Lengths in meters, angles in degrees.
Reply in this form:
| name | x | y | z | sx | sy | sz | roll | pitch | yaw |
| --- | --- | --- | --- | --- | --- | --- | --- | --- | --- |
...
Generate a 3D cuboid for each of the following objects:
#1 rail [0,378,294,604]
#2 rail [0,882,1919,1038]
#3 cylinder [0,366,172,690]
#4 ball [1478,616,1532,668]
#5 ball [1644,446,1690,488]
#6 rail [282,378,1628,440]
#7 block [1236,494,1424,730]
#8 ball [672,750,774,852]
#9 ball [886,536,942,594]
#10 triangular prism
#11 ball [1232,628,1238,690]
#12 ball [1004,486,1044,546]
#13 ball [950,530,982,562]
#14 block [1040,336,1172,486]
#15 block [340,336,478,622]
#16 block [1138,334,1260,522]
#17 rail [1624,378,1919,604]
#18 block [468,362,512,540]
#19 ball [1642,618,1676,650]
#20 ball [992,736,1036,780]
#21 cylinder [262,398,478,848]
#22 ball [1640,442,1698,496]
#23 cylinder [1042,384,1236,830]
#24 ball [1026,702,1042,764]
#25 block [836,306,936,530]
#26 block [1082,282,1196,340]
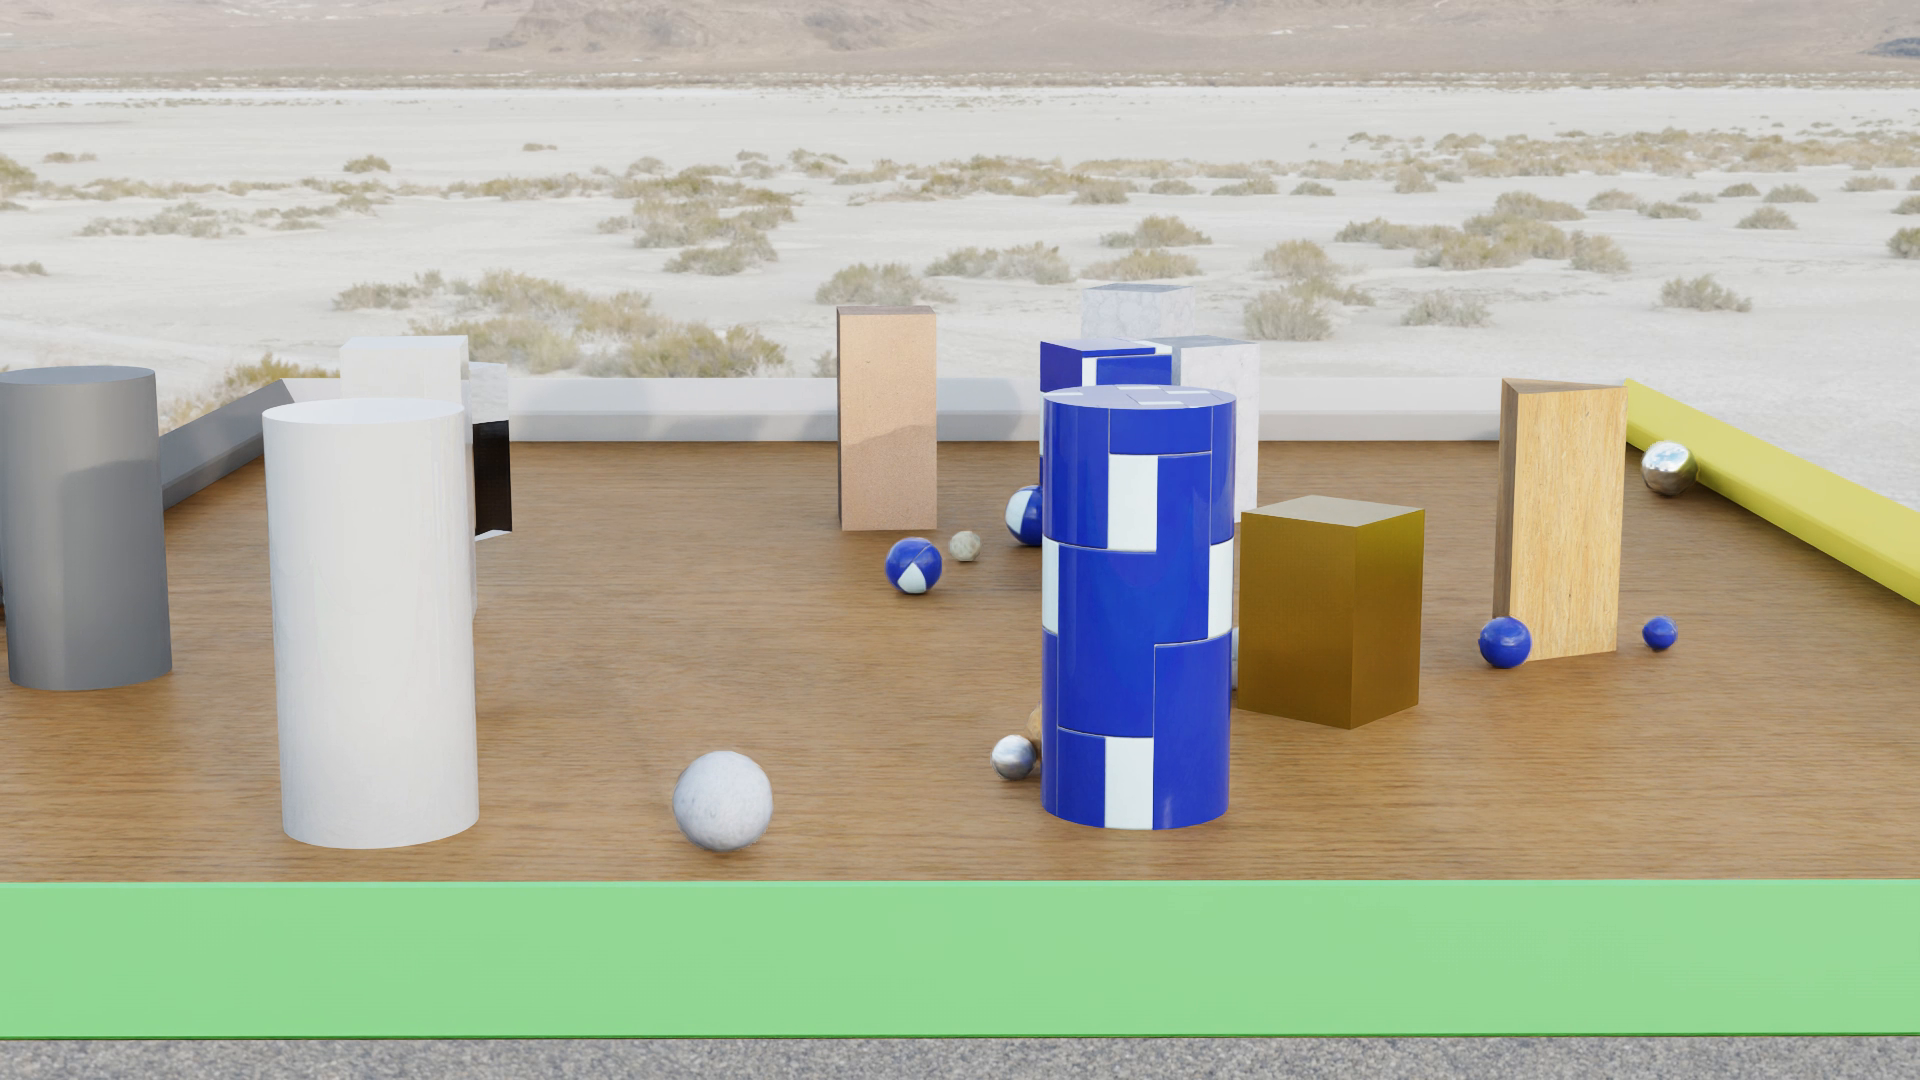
| name | x | y | z | sx | sy | sz | roll | pitch | yaw |
| --- | --- | --- | --- | --- | --- | --- | --- | --- | --- |
| rail | -1.280 | 0.033 | 3.442 | 0.045 | 0.121 | 3.101 | 0 | 11 | 0 |
| rail | 0.009 | 0.312 | 1.949 | 2.607 | 0.121 | 0.045 | 0 | 11 | 0 |
| cylinder | -1.049 | -0.018 | 3.065 | 0.187 | 0.361 | 0.187 | 0 | 11 | 0 |
| ball | 0.662 | 0.124 | 3.116 | 0.063 | 0.063 | 0.063 | 0 | 11 | 0 |
| ball | 1.219 | -0.126 | 4.424 | 0.075 | 0.075 | 0.075 | 0 | 11 | 0 |
| rail | -0.009 | -0.249 | 4.950 | 2.607 | 0.121 | 0.045 | 0 | 11 | 0 |
| block | 0.421 | 0.078 | 2.912 | 0.149 | 0.228 | 0.149 | 9 | 14 | 39 |
| ball | -0.221 | 0.243 | 2.395 | 0.093 | 0.093 | 0.093 | 0 | 11 | 0 |
| ball | -0.063 | 0.035 | 3.548 | 0.079 | 0.079 | 0.079 | 0 | 11 | 0 |
| triangular prism | 0.719 | -0.031 | 3.215 | 0.162 | 0.332 | 0.140 | -5 | 12 | -25 |
| ball | 0.334 | 0.139 | 2.998 | 0.076 | 0.076 | 0.076 | 0 | 11 | 0 |
| ball | 0.114 | -0.037 | 3.901 | 0.092 | 0.092 | 0.092 | 0 | 11 | 0 |
| ball | 0.009 | 0.009 | 3.780 | 0.046 | 0.046 | 0.046 | 0 | 11 | 0 |
| block | 0.222 | -0.151 | 3.936 | 0.149 | 0.302 | 0.149 | -5 | 11 | -23 |
| block | -0.717 | -0.075 | 3.349 | 0.149 | 0.368 | 0.149 | -1 | 11 | -7 |
| block | 0.375 | -0.177 | 4.125 | 0.149 | 0.285 | 0.149 | -6 | 12 | -28 |
| rail | 1.280 | 0.030 | 3.457 | 0.045 | 0.121 | 3.101 | 0 | 11 | 0 |
| block | -0.803 | -0.137 | 3.966 | 0.149 | 0.264 | 0.149 | 6 | 12 | 28 |
| ball | 0.876 | 0.117 | 3.212 | 0.041 | 0.041 | 0.041 | 0 | 11 | 0 |
| ball | 0.056 | 0.223 | 2.635 | 0.045 | 0.045 | 0.045 | 0 | 11 | 0 |
| cylinder | -0.562 | 0.075 | 2.458 | 0.187 | 0.401 | 0.187 | 0 | 11 | 0 |
| ball | 1.200 | -0.120 | 4.343 | 0.092 | 0.092 | 0.092 | 0 | 11 | 0 |
| cylinder | 0.174 | 0.061 | 2.516 | 0.187 | 0.407 | 0.187 | 0 | 11 | 0 |
| ball | 0.108 | 0.200 | 2.665 | 0.079 | 0.079 | 0.079 | 0 | 11 | 0 |
| block | -0.117 | -0.196 | 4.079 | 0.149 | 0.339 | 0.149 | -1 | 11 | -5 |
| block | 0.310 | -0.270 | 4.474 | 0.149 | 0.339 | 0.149 | 6 | 12 | 27 |
